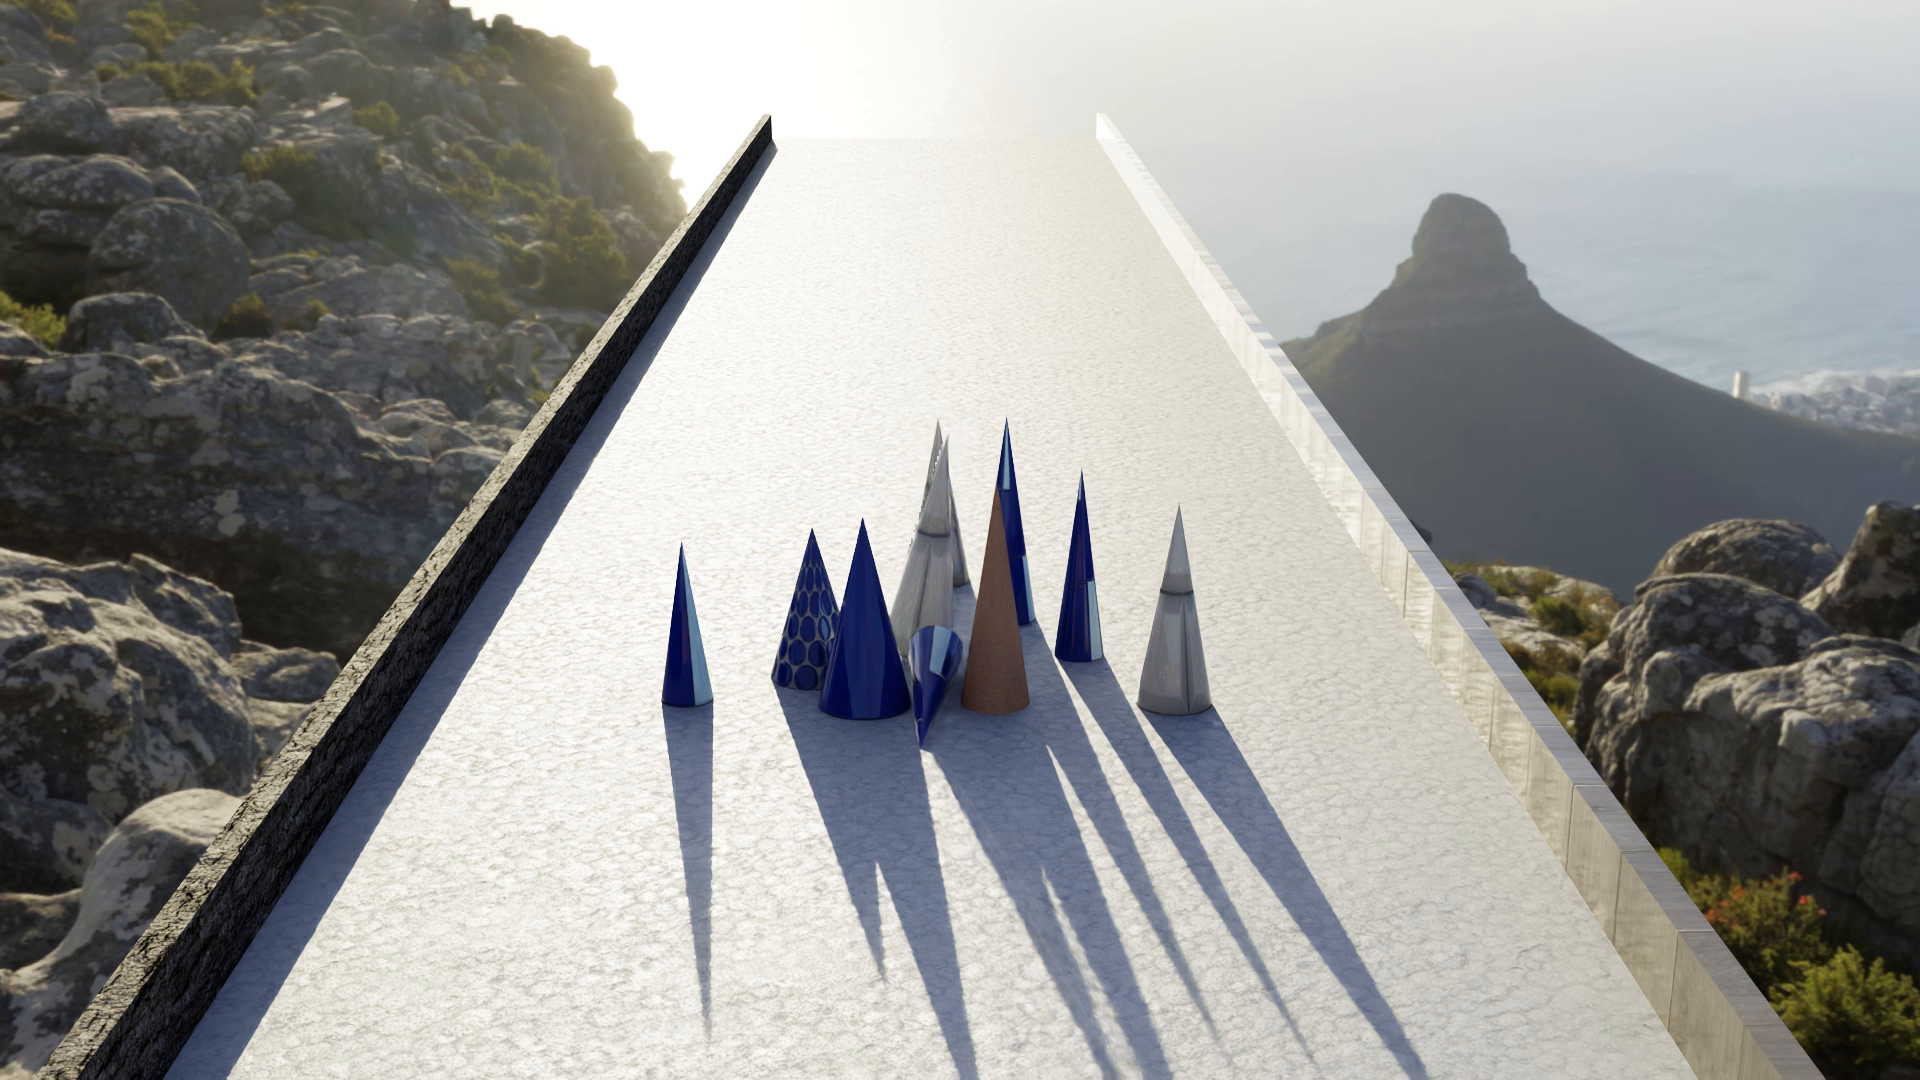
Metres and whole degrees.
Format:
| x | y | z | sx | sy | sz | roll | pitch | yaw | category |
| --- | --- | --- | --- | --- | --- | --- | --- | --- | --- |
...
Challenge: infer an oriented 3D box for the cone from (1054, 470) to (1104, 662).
| x | y | z | sx | sy | sz | roll | pitch | yaw | category |
| --- | --- | --- | --- | --- | --- | --- | --- | --- | --- |
| 0.240 | 0.041 | 4.394 | 0.102 | 0.396 | 0.102 | 0 | 17 | 0 | cone |

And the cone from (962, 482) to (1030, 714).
| x | y | z | sx | sy | sz | roll | pitch | yaw | category |
| --- | --- | --- | --- | --- | --- | --- | --- | --- | --- |
| 0.068 | 0.097 | 4.126 | 0.132 | 0.441 | 0.132 | 0 | 17 | 0 | cone |

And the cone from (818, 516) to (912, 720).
| x | y | z | sx | sy | sz | roll | pitch | yaw | category |
| --- | --- | --- | --- | --- | --- | --- | --- | --- | --- |
| -0.180 | 0.133 | 4.126 | 0.179 | 0.373 | 0.179 | 0 | 17 | 0 | cone |

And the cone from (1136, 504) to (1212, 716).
| x | y | z | sx | sy | sz | roll | pitch | yaw | category |
| --- | --- | --- | --- | --- | --- | --- | --- | --- | --- |
| 0.406 | 0.119 | 4.131 | 0.146 | 0.397 | 0.146 | 0 | 17 | 0 | cone |

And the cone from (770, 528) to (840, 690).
| x | y | z | sx | sy | sz | roll | pitch | yaw | category |
| --- | --- | --- | --- | --- | --- | --- | --- | --- | --- |
| -0.286 | 0.119 | 4.289 | 0.177 | 0.307 | 0.177 | 0 | 17 | 0 | cone |

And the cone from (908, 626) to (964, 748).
| x | y | z | sx | sy | sz | roll | pitch | yaw | category |
| --- | --- | --- | --- | --- | --- | --- | --- | --- | --- |
| -0.060 | 0.297 | 4.132 | 0.109 | 0.109 | 0.388 | 1 | 25 | 4 | cone |

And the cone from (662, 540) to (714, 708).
| x | y | z | sx | sy | sz | roll | pitch | yaw | category |
| --- | --- | --- | --- | --- | --- | --- | --- | --- | --- |
| -0.521 | 0.149 | 4.160 | 0.101 | 0.323 | 0.101 | 0 | 17 | 0 | cone |

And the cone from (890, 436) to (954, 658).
| x | y | z | sx | sy | sz | roll | pitch | yaw | category |
| --- | --- | --- | --- | --- | --- | --- | --- | --- | --- |
| -0.055 | 0.002 | 4.390 | 0.151 | 0.455 | 0.151 | 7 | 19 | -3 | cone |

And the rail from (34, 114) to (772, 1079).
| x | y | z | sx | sy | sz | roll | pitch | yaw | category |
| --- | --- | --- | --- | --- | --- | --- | --- | --- | --- |
| -1.118 | -0.838 | 7.780 | 0.050 | 0.150 | 12.000 | 0 | 17 | -1 | rail |

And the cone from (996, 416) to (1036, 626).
| x | y | z | sx | sy | sz | roll | pitch | yaw | category |
| --- | --- | --- | --- | --- | --- | --- | --- | --- | --- |
| 0.097 | -0.049 | 4.613 | 0.129 | 0.444 | 0.129 | 0 | 17 | 0 | cone |

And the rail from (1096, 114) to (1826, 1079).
| x | y | z | sx | sy | sz | roll | pitch | yaw | category |
| --- | --- | --- | --- | --- | --- | --- | --- | --- | --- |
| 0.932 | -0.844 | 7.801 | 0.050 | 0.150 | 12.000 | 0 | 17 | -1 | rail |

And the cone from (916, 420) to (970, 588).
| x | y | z | sx | sy | sz | roll | pitch | yaw | category |
| --- | --- | --- | --- | --- | --- | --- | --- | --- | --- |
| -0.048 | -0.092 | 4.875 | 0.141 | 0.376 | 0.141 | 0 | 17 | 0 | cone |
